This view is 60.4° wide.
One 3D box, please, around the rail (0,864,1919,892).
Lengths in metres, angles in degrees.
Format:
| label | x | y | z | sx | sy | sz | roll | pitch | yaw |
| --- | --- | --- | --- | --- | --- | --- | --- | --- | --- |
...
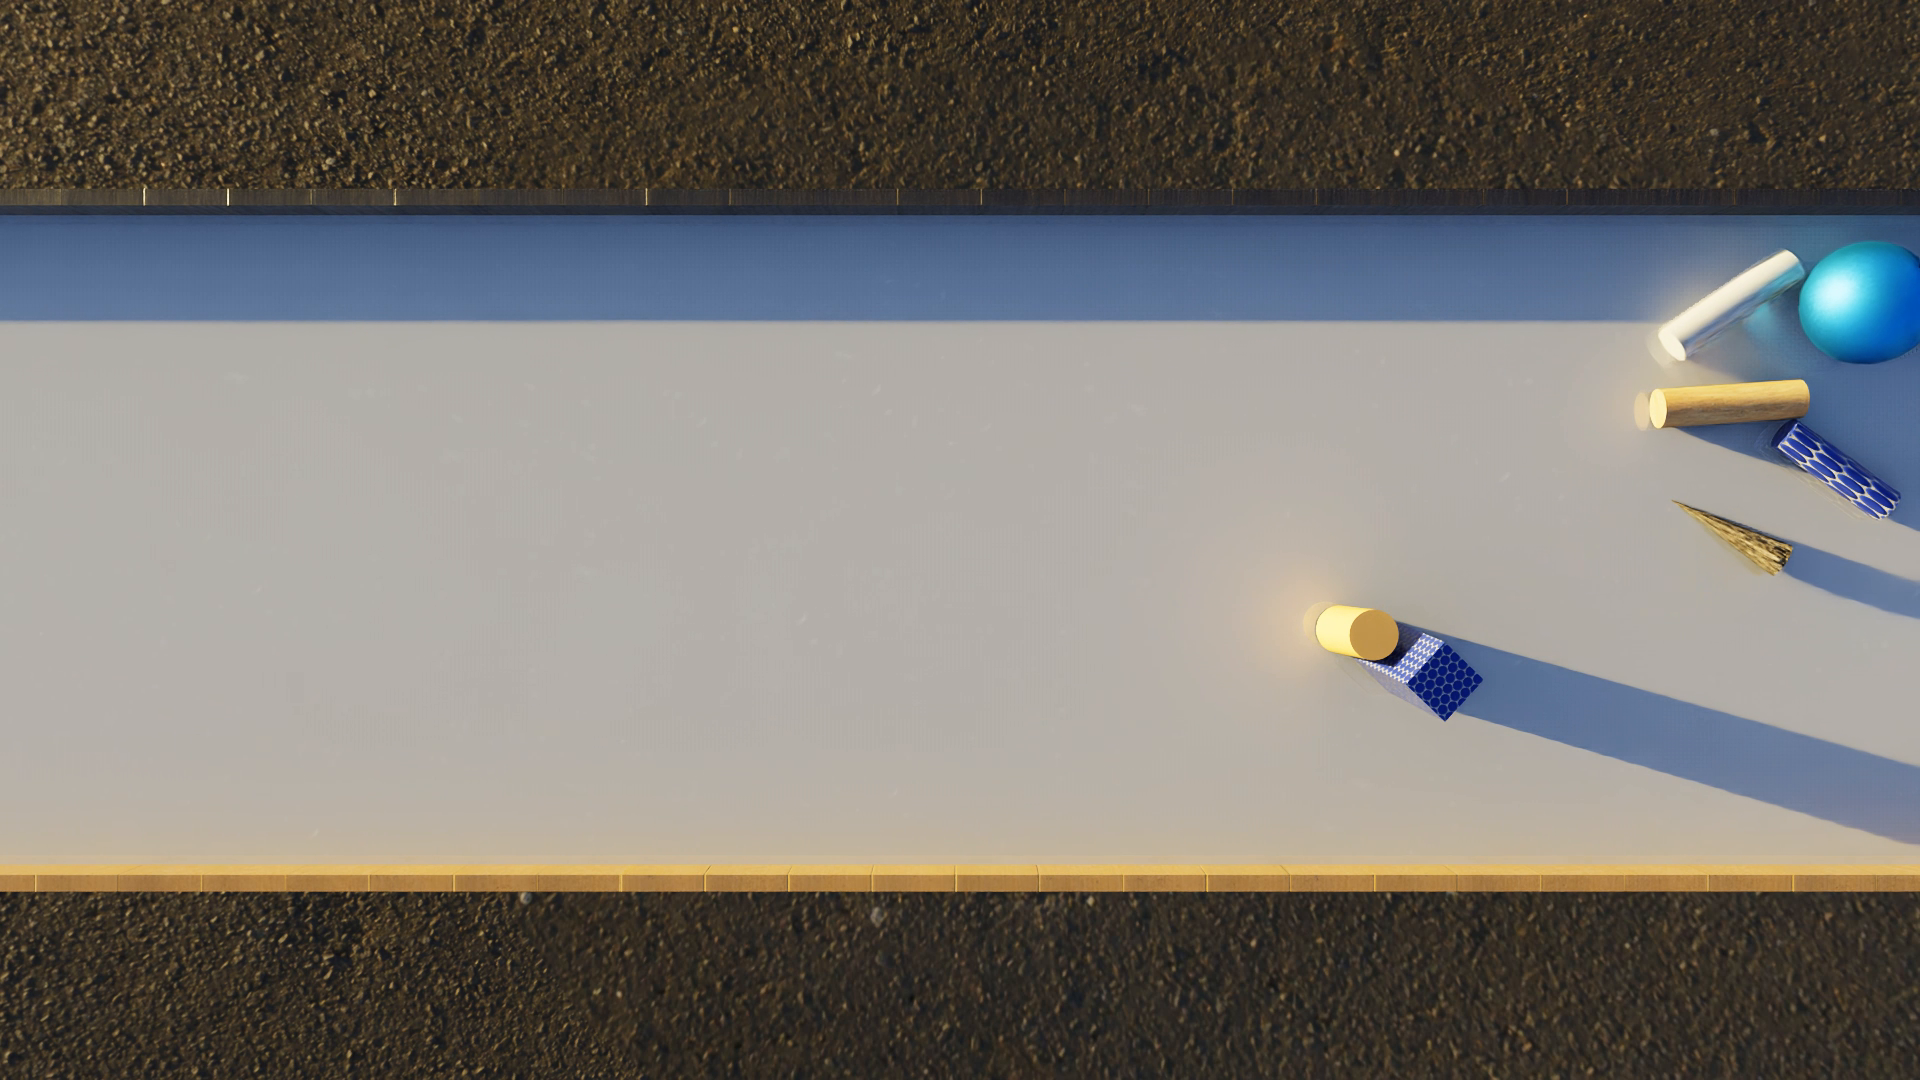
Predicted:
| label | x | y | z | sx | sy | sz | roll | pitch | yaw |
| --- | --- | --- | --- | --- | --- | --- | --- | --- | --- |
| rail | -2.247 | 1.025 | 5.001 | 12.000 | 0.150 | 0.050 | 0 | 90 | 0 |

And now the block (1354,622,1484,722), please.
| label | x | y | z | sx | sy | sz | roll | pitch | yaw |
| --- | --- | --- | --- | --- | --- | --- | --- | --- | --- |
| block | 1.341 | 0.377 | 4.853 | 0.162 | 0.426 | 0.162 | 43 | 90 | -9 |

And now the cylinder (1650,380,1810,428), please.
| label | x | y | z | sx | sy | sz | roll | pitch | yaw |
| --- | --- | --- | --- | --- | --- | --- | --- | --- | --- |
| cylinder | 2.339 | -0.415 | 5.017 | 0.433 | 0.119 | 0.119 | -4 | 90 | 0 |

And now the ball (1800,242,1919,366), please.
| label | x | y | z | sx | sy | sz | roll | pitch | yaw |
| --- | --- | --- | --- | --- | --- | --- | --- | --- | --- |
| ball | 2.694 | -0.702 | 4.895 | 0.363 | 0.363 | 0.363 | 0 | 90 | 0 |

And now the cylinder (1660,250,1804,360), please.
| label | x | y | z | sx | sy | sz | roll | pitch | yaw |
| --- | --- | --- | --- | --- | --- | --- | --- | --- | --- |
| cylinder | 2.347 | -0.716 | 5.020 | 0.434 | 0.113 | 0.113 | -34 | 90 | 0 |

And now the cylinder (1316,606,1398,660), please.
| label | x | y | z | sx | sy | sz | roll | pitch | yaw |
| --- | --- | --- | --- | --- | --- | --- | --- | --- | --- |
| cylinder | 1.181 | 0.274 | 4.916 | 0.147 | 0.310 | 0.147 | 0 | 90 | -5 |

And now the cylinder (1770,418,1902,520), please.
| label | x | y | z | sx | sy | sz | roll | pitch | yaw |
| --- | --- | --- | --- | --- | --- | --- | --- | --- | --- |
| cylinder | 2.667 | -0.215 | 5.023 | 0.384 | 0.107 | 0.107 | 35 | 90 | 0 |

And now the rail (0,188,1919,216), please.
| label | x | y | z | sx | sy | sz | roll | pitch | yaw |
| --- | --- | --- | --- | --- | --- | --- | --- | --- | --- |
| rail | -2.247 | -1.025 | 5.002 | 12.000 | 0.150 | 0.050 | 0 | 90 | 0 |

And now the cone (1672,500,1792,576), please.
| label | x | y | z | sx | sy | sz | roll | pitch | yaw |
| --- | --- | --- | --- | --- | --- | --- | --- | --- | --- |
| cone | 2.344 | -0.031 | 5.050 | 0.373 | 0.106 | 0.106 | 31 | 90 | 8 |
